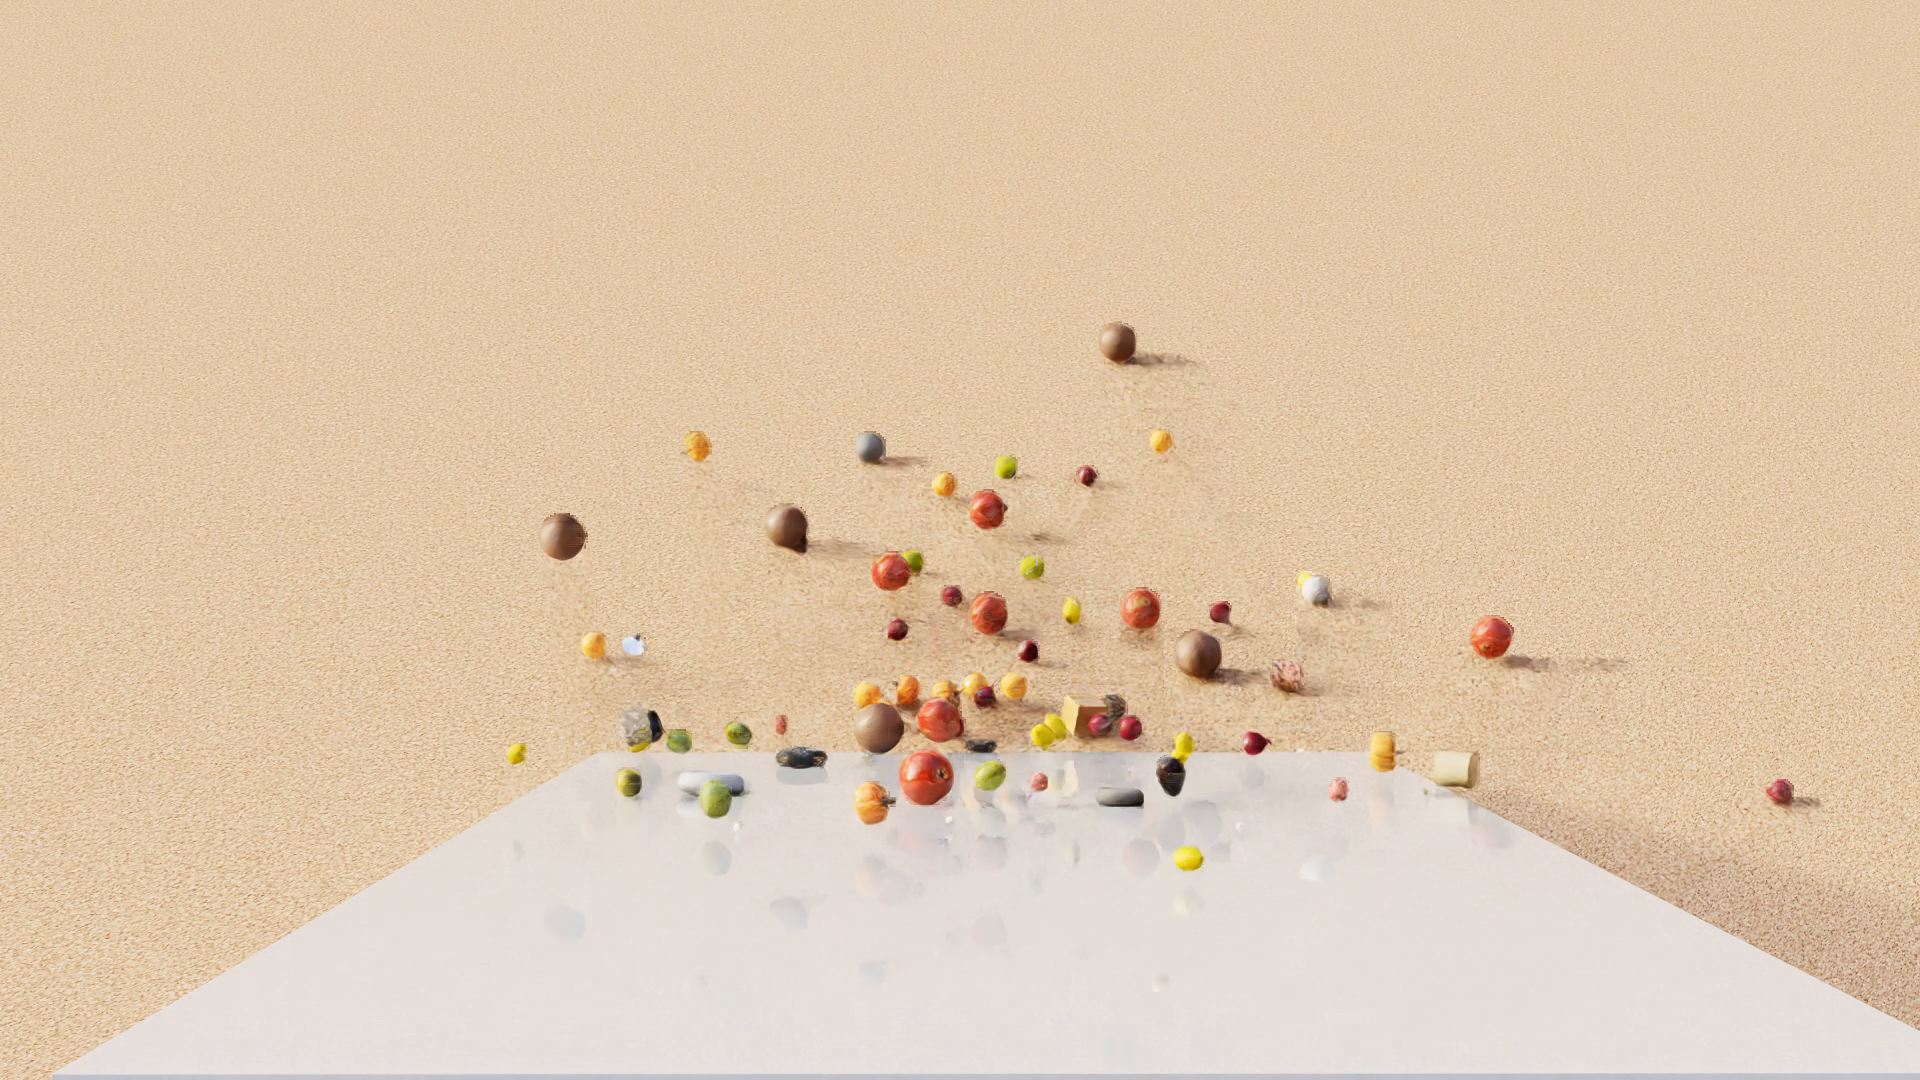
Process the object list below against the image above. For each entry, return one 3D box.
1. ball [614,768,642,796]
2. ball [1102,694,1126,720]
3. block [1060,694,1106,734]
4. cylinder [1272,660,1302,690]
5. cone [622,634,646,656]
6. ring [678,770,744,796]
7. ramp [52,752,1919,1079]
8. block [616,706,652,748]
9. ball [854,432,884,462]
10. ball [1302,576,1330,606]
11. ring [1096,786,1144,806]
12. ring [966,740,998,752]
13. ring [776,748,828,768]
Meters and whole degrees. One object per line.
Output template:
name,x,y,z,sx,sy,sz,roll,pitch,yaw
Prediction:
ball,-0.706,0.517,5.512,0.059,0.059,0.059,0,30,0
ball,0.412,0.447,6.934,0.066,0.066,0.066,0,30,0
block,0.326,0.462,6.862,0.082,0.082,0.082,3,18,-26
cylinder,0.890,0.367,7.045,0.072,0.072,0.072,7,31,11
cone,-0.896,0.276,7.178,0.065,0.065,0.065,13,54,-18
ring,-0.535,0.523,5.566,0.144,0.048,0.144,3,-2,0
ramp,0.067,0.597,4.654,2.000,0.100,4.000,0,0,0
block,-0.800,0.458,6.360,0.063,0.063,0.063,-20,55,-17
ball,-0.286,-0.292,8.190,0.095,0.095,0.095,0,30,0
ball,1.024,0.146,7.442,0.083,0.083,0.083,0,30,0
ring,0.331,0.530,5.347,0.101,0.034,0.101,1,-1,0
ring,0.056,0.533,6.695,0.083,0.028,0.083,0,1,0
ring,-0.383,0.526,6.257,0.125,0.042,0.125,0,1,0
